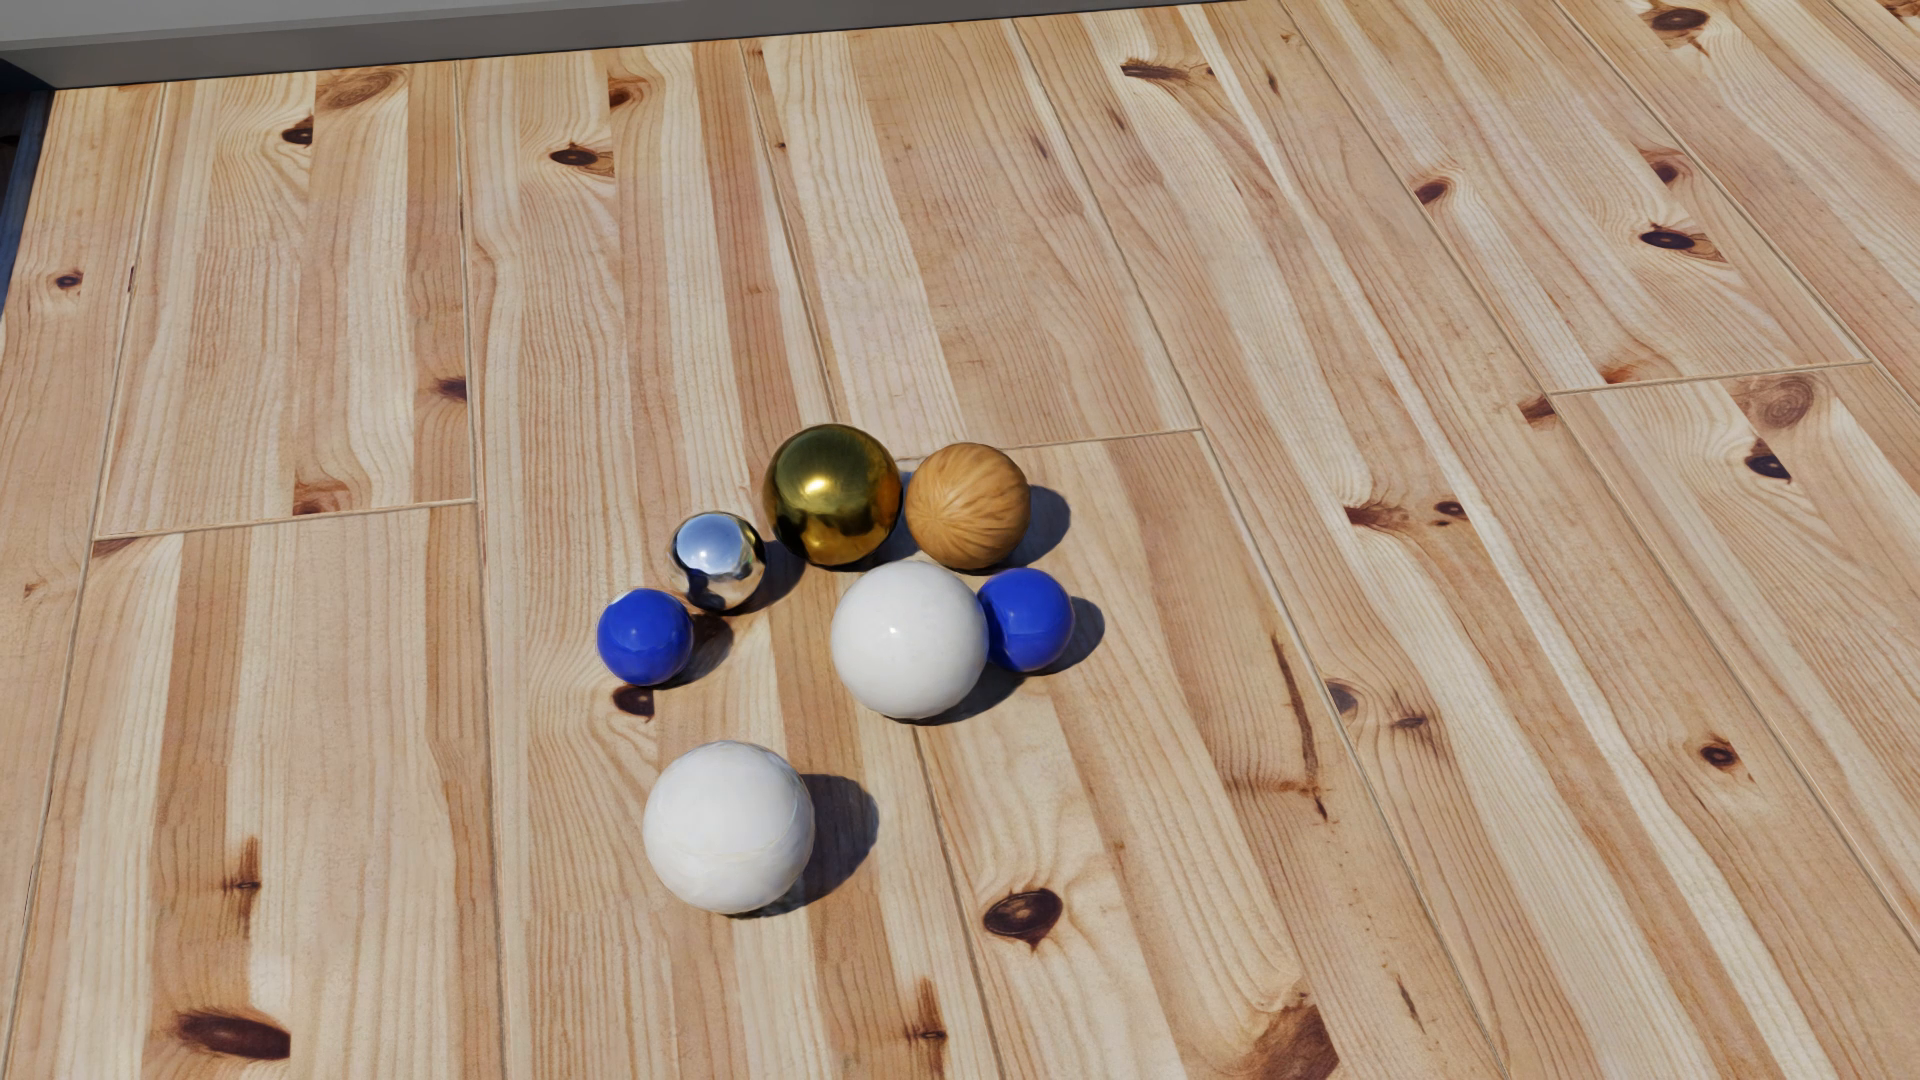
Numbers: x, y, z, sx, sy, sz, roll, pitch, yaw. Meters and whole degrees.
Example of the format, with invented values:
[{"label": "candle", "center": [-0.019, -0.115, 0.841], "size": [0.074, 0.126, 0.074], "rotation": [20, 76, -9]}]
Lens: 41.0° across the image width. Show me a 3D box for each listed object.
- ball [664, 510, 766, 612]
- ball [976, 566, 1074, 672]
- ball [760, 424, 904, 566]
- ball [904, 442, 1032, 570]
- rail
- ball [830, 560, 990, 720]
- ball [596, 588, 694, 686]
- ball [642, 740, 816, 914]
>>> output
[{"label": "ball", "center": [-0.153, 0.013, 1.607], "size": [0.064, 0.064, 0.064], "rotation": [0, 36, 0]}, {"label": "ball", "center": [0.038, 0.048, 1.558], "size": [0.064, 0.064, 0.064], "rotation": [0, 36, 0]}, {"label": "ball", "center": [-0.082, -0.029, 1.642], "size": [0.091, 0.091, 0.091], "rotation": [0, 36, 0]}, {"label": "ball", "center": [0.005, -0.022, 1.640], "size": [0.082, 0.082, 0.082], "rotation": [0, 36, 0]}, {"label": "rail", "center": [0.576, -0.571, 2.363], "size": [2.933, 0.123, 0.045], "rotation": [-6, 36, -8]}, {"label": "ball", "center": [-0.030, 0.059, 1.517], "size": [0.095, 0.095, 0.095], "rotation": [0, 36, 0]}, {"label": "ball", "center": [-0.190, 0.059, 1.548], "size": [0.059, 0.059, 0.059], "rotation": [0, 36, 0]}, {"label": "ball", "center": [-0.124, 0.155, 1.386], "size": [0.094, 0.094, 0.094], "rotation": [0, 36, 0]}]
